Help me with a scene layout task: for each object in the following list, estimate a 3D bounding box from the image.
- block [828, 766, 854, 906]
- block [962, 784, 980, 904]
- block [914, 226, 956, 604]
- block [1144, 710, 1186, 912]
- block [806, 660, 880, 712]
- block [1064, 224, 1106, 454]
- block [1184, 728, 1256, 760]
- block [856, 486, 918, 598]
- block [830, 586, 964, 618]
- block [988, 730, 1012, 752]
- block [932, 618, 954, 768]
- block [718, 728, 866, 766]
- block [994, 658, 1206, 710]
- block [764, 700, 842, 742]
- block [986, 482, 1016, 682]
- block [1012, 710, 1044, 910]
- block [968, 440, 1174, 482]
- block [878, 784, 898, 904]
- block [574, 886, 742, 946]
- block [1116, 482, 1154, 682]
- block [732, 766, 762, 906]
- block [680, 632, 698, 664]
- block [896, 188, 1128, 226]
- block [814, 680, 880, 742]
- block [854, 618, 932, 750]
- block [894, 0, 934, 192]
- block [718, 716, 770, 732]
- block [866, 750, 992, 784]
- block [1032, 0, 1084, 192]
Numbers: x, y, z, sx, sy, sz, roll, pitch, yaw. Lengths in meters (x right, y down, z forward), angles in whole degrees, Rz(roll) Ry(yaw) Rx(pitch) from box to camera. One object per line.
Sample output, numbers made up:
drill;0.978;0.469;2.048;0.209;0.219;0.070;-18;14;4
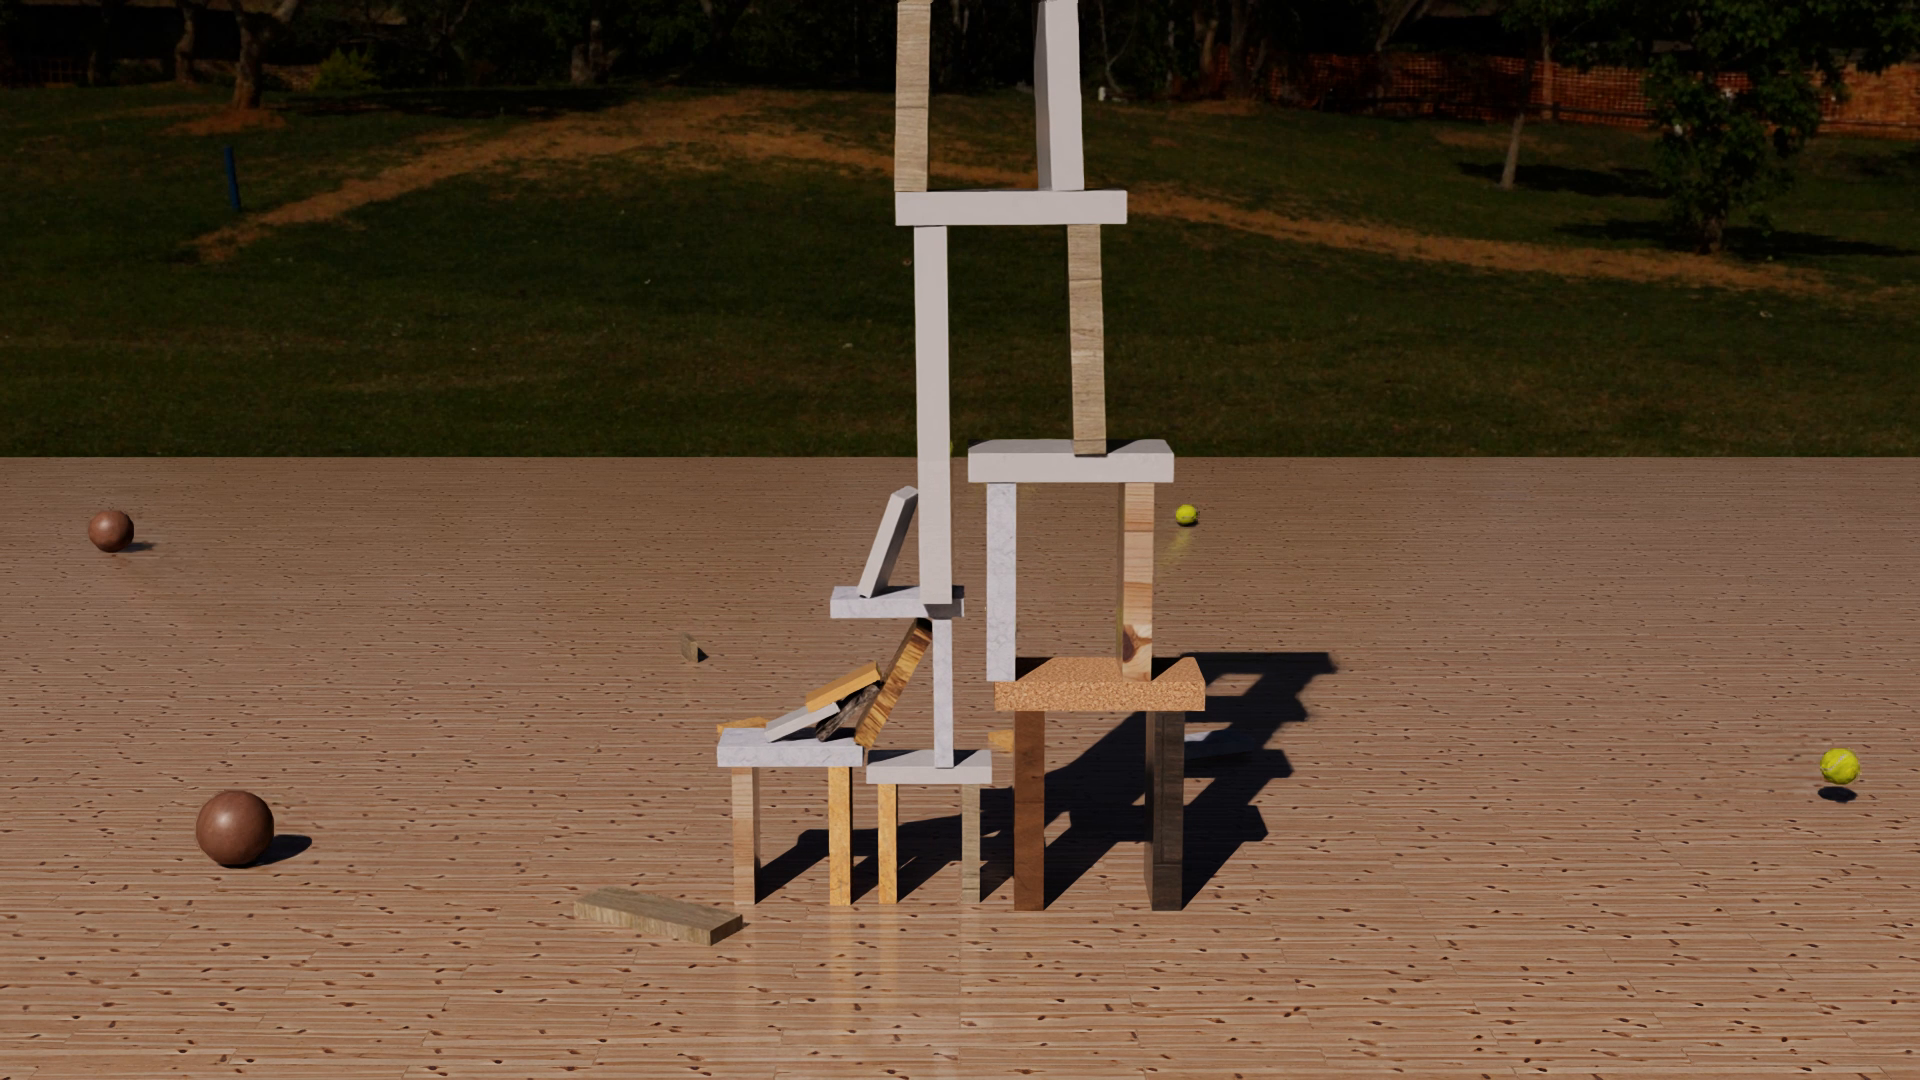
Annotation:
block;-0.197;0.473;3.651;0.033;0.236;0.118;0;11;0
block;0.018;0.489;3.654;0.029;0.204;0.102;0;11;0
block;-0.039;-0.207;3.520;0.050;0.595;0.178;0;11;2
block;0.337;0.424;3.639;0.048;0.337;0.168;0;11;0
block;-0.191;0.240;3.603;0.129;0.018;0.064;-26;10;2
block;0.198;-0.326;3.497;0.050;0.356;0.178;-2;10;1
block;0.508;0.419;4.521;0.175;0.025;0.087;-5;12;-24
block;-0.115;0.003;3.553;0.025;0.175;0.087;24;16;11
block;-0.100;0.100;3.580;0.214;0.030;0.107;-1;11;1
block;0.105;0.416;4.565;0.053;0.015;0.105;-5;12;-25
block;-0.027;0.237;3.605;0.030;0.250;0.107;-1;11;0
block;-0.276;0.341;3.626;0.236;0.033;0.118;0;11;0
block;0.224;0.235;3.605;0.337;0.048;0.168;0;11;0
block;-0.258;0.291;3.613;0.129;0.018;0.064;-24;10;4
block;0.067;0.053;3.572;0.046;0.323;0.162;0;11;1
block;0.113;0.424;3.639;0.048;0.337;0.168;0;11;0
block;0.174;-0.128;3.535;0.323;0.046;0.162;0;11;0
block;-0.119;0.489;3.653;0.029;0.204;0.102;0;11;0
block;-0.486;0.603;3.533;0.272;0.025;0.087;6;12;29
block;0.284;0.053;3.571;0.046;0.323;0.162;0;11;0
block;-0.354;0.474;3.650;0.033;0.236;0.118;0;11;0
block;-0.653;0.259;5.305;0.015;0.053;0.105;-4;11;-20
block;0.077;-0.525;3.459;0.356;0.050;0.178;-1;11;-1
block;-0.184;0.275;3.615;0.129;0.018;0.064;-42;8;7
block;-0.109;0.231;3.606;0.030;0.214;0.107;28;9;-5
block;-0.071;-0.723;3.426;0.050;0.351;0.176;1;11;0
block;-0.457;0.396;4.671;0.105;0.015;0.053;-8;13;-38
block;-0.050;0.374;3.632;0.204;0.029;0.102;0;11;0
block;0.150;-0.724;3.421;0.050;0.351;0.175;-3;11;-4
